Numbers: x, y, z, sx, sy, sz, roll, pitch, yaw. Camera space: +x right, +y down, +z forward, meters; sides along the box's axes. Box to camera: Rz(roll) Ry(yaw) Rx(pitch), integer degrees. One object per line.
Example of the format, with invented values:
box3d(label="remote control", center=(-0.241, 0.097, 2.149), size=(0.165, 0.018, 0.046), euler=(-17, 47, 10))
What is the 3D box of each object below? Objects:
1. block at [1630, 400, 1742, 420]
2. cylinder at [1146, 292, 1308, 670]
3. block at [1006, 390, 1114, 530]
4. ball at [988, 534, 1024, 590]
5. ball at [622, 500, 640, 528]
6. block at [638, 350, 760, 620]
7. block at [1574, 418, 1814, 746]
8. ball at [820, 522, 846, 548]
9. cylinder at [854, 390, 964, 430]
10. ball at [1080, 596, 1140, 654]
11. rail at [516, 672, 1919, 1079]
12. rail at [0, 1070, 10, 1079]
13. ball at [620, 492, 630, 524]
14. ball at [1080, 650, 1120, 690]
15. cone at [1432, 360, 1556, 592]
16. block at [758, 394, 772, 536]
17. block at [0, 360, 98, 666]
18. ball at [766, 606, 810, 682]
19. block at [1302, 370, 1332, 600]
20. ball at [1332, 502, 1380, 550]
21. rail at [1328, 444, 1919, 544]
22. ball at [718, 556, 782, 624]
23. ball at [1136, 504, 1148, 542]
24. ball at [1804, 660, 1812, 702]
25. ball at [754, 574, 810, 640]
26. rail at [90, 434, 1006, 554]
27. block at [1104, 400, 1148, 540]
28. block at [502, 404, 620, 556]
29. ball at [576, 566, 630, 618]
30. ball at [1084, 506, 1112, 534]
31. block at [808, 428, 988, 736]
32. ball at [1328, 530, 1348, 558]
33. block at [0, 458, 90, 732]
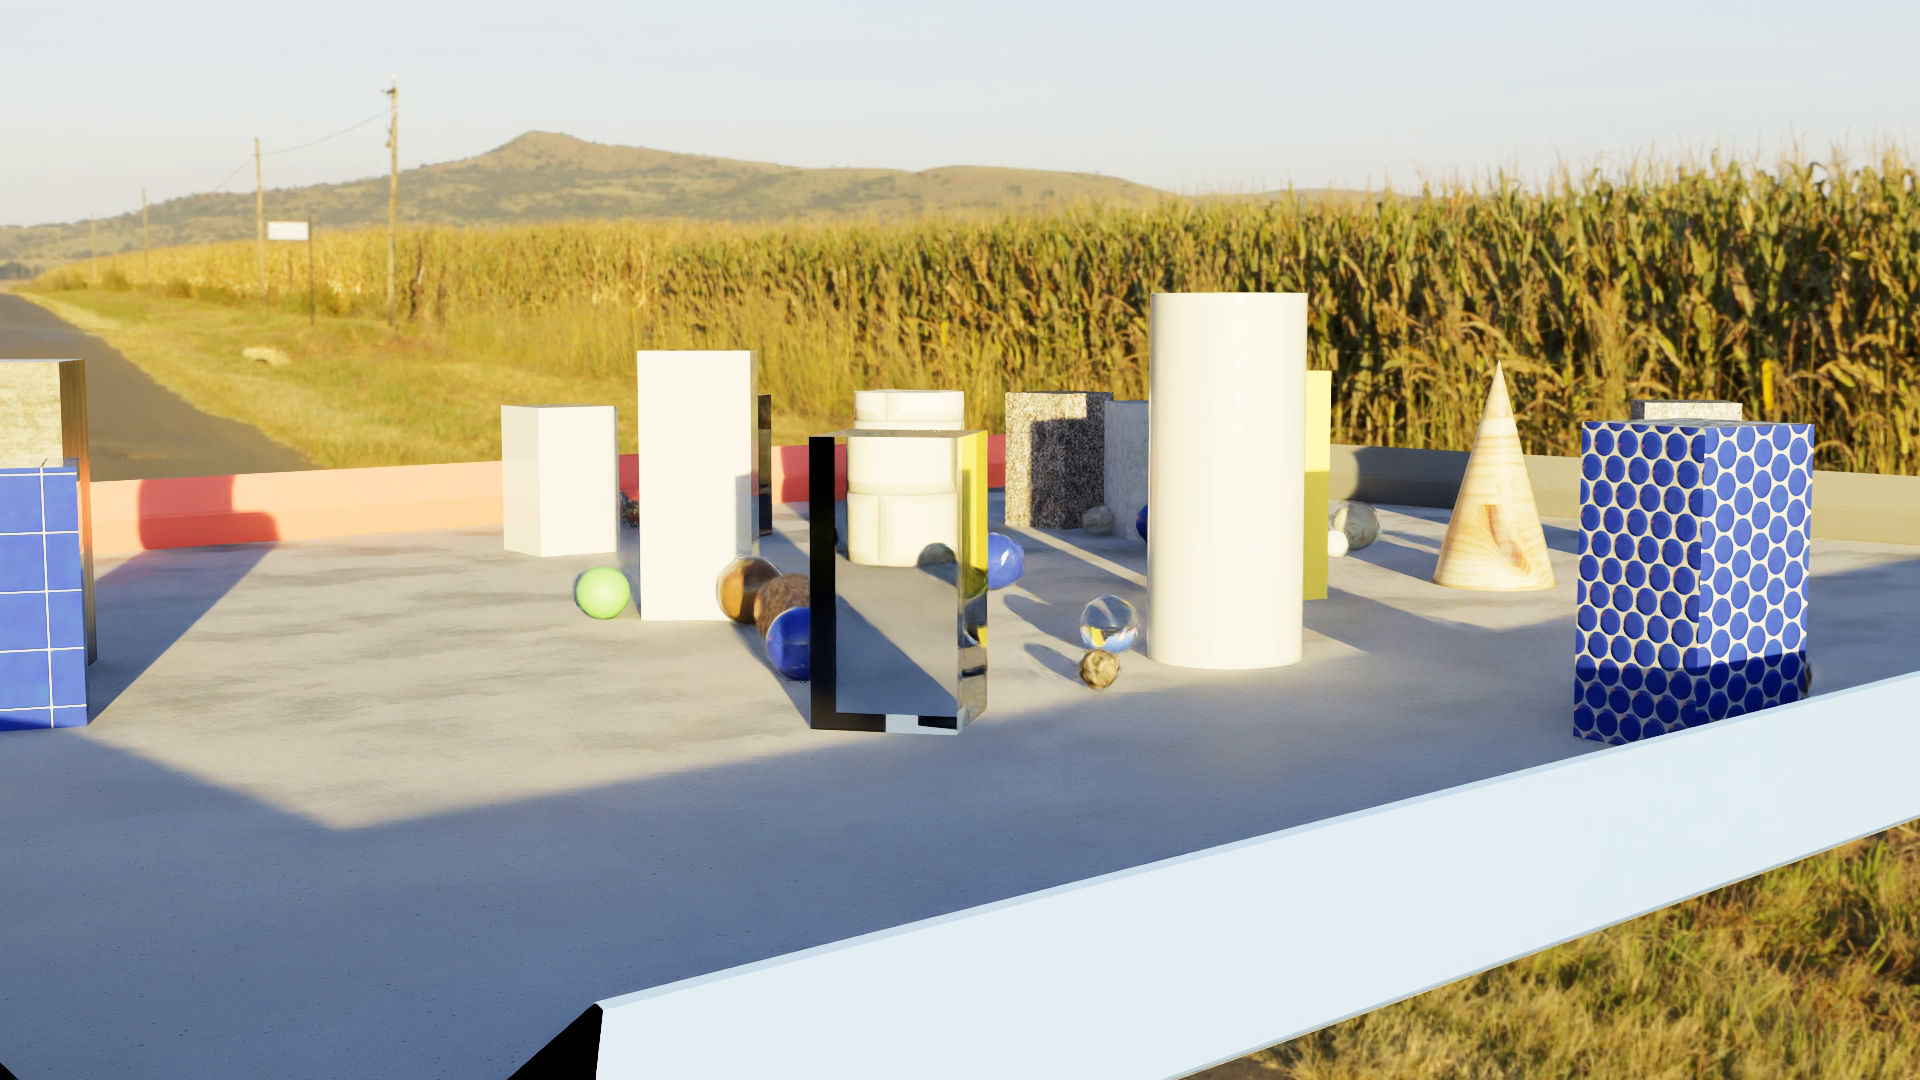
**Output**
box3d(label="block", center=(1.268, -0.099, 3.859), size=(0.160, 0.288, 0.160), euler=(1, 6, 8))
box3d(label="cylinder", center=(0.341, -0.081, 2.818), size=(0.200, 0.467, 0.200), euler=(0, 6, 0))
box3d(label="block", center=(0.207, -0.170, 4.593), size=(0.160, 0.277, 0.160), euler=(5, 8, 41))
box3d(label="ball", center=(0.056, 0.035, 3.522), size=(0.091, 0.091, 0.091), euler=(0, 6, 0))
box3d(label="ball", center=(-0.671, -0.054, 4.539), size=(0.056, 0.056, 0.056), euler=(0, 6, 0))
box3d(label="block", center=(-0.382, -0.085, 3.240), size=(0.160, 0.388, 0.160), euler=(0, 6, -1))
box3d(label="block", center=(0.755, 0.044, 2.269), size=(0.160, 0.331, 0.160), euler=(-4, 7, -30))
box3d(label="ball", center=(-0.238, -0.009, 4.142), size=(0.049, 0.049, 0.049), euler=(0, 6, 0))
box3d(label="cylinder", center=(-0.092, -0.120, 3.996), size=(0.200, 0.300, 0.200), euler=(0, 6, 0))
box3d(label="ball", center=(0.194, 0.111, 2.859), size=(0.077, 0.077, 0.077), euler=(0, 6, 0))
box3d(label="rail", center=(1.075, 0.154, 2.173), size=(3.859, 0.130, 0.045), euler=(-5, 8, -42))
box3d(label="rail", center=(-1.401, 0.168, 2.046), size=(0.045, 0.130, 3.216), euler=(-5, 8, -42))
box3d(label="ball", center=(-0.725, -0.067, 4.598), size=(0.071, 0.071, 0.071), euler=(0, 6, 0))
box3d(label="ball", center=(0.164, 0.153, 2.599), size=(0.047, 0.047, 0.047), euler=(0, 6, 0))
box3d(label="cone", center=(0.876, -0.111, 3.591), size=(0.200, 0.366, 0.200), euler=(0, 6, 0))
box3d(label="block", center=(-0.479, -0.146, 4.341), size=(0.160, 0.280, 0.160), euler=(2, 6, 21))
box3d(label="block", center=(-1.170, -0.028, 2.707), size=(0.160, 0.384, 0.160), euler=(-1, 6, -11))
box3d(label="ball", center=(-0.189, 0.125, 2.653), size=(0.091, 0.091, 0.091), euler=(0, 6, 0))
box3d(label="block", center=(0.463, -0.088, 3.435), size=(0.160, 0.353, 0.160), euler=(-3, 7, -27))
box3d(label="ball", center=(0.739, -0.025, 4.112), size=(0.088, 0.088, 0.088), euler=(0, 6, 0))
box3d(label="rail", center=(1.401, -0.100, 4.617), size=(0.045, 0.130, 3.216), euler=(-5, 8, -42))
box3d(label="ball", center=(-0.296, 0.072, 3.130), size=(0.097, 0.097, 0.097), euler=(0, 6, 0))
box3d(label="ball", center=(0.378, -0.032, 4.198), size=(0.083, 0.083, 0.083), euler=(0, 6, 0))
box3d(label="ball", center=(0.870, 0.150, 2.381), size=(0.097, 0.097, 0.097), euler=(0, 6, 0))
box3d(label="ball", center=(-0.222, 0.095, 2.898), size=(0.100, 0.100, 0.100), euler=(0, 6, 0))
box3d(label="rail", center=(-1.075, -0.087, 4.490), size=(3.859, 0.130, 0.045), euler=(-5, 8, -42))
box3d(label="block", center=(0.387, -0.143, 4.387), size=(0.160, 0.265, 0.160), euler=(-1, 6, -12))
box3d(label="block", center=(-0.744, -0.115, 4.096), size=(0.160, 0.270, 0.160), euler=(-4, 7, -36))
box3d(label="ball", center=(-0.518, 0.076, 3.193), size=(0.077, 0.077, 0.077), euler=(0, 6, 0))
box3d(label="ball", center=(0.276, -0.040, 4.391), size=(0.058, 0.058, 0.058), euler=(0, 6, 0))
box3d(label="block", center=(-0.064, 0.040, 2.394), size=(0.160, 0.313, 0.160), euler=(1, 6, 12))
box3d(label="ball", center=(0.677, 0.006, 3.987), size=(0.052, 0.052, 0.052), euler=(0, 6, 0))
box3d(label="block", center=(-1.043, 0.056, 2.400), size=(0.160, 0.280, 0.160), euler=(-2, 6, -20))
